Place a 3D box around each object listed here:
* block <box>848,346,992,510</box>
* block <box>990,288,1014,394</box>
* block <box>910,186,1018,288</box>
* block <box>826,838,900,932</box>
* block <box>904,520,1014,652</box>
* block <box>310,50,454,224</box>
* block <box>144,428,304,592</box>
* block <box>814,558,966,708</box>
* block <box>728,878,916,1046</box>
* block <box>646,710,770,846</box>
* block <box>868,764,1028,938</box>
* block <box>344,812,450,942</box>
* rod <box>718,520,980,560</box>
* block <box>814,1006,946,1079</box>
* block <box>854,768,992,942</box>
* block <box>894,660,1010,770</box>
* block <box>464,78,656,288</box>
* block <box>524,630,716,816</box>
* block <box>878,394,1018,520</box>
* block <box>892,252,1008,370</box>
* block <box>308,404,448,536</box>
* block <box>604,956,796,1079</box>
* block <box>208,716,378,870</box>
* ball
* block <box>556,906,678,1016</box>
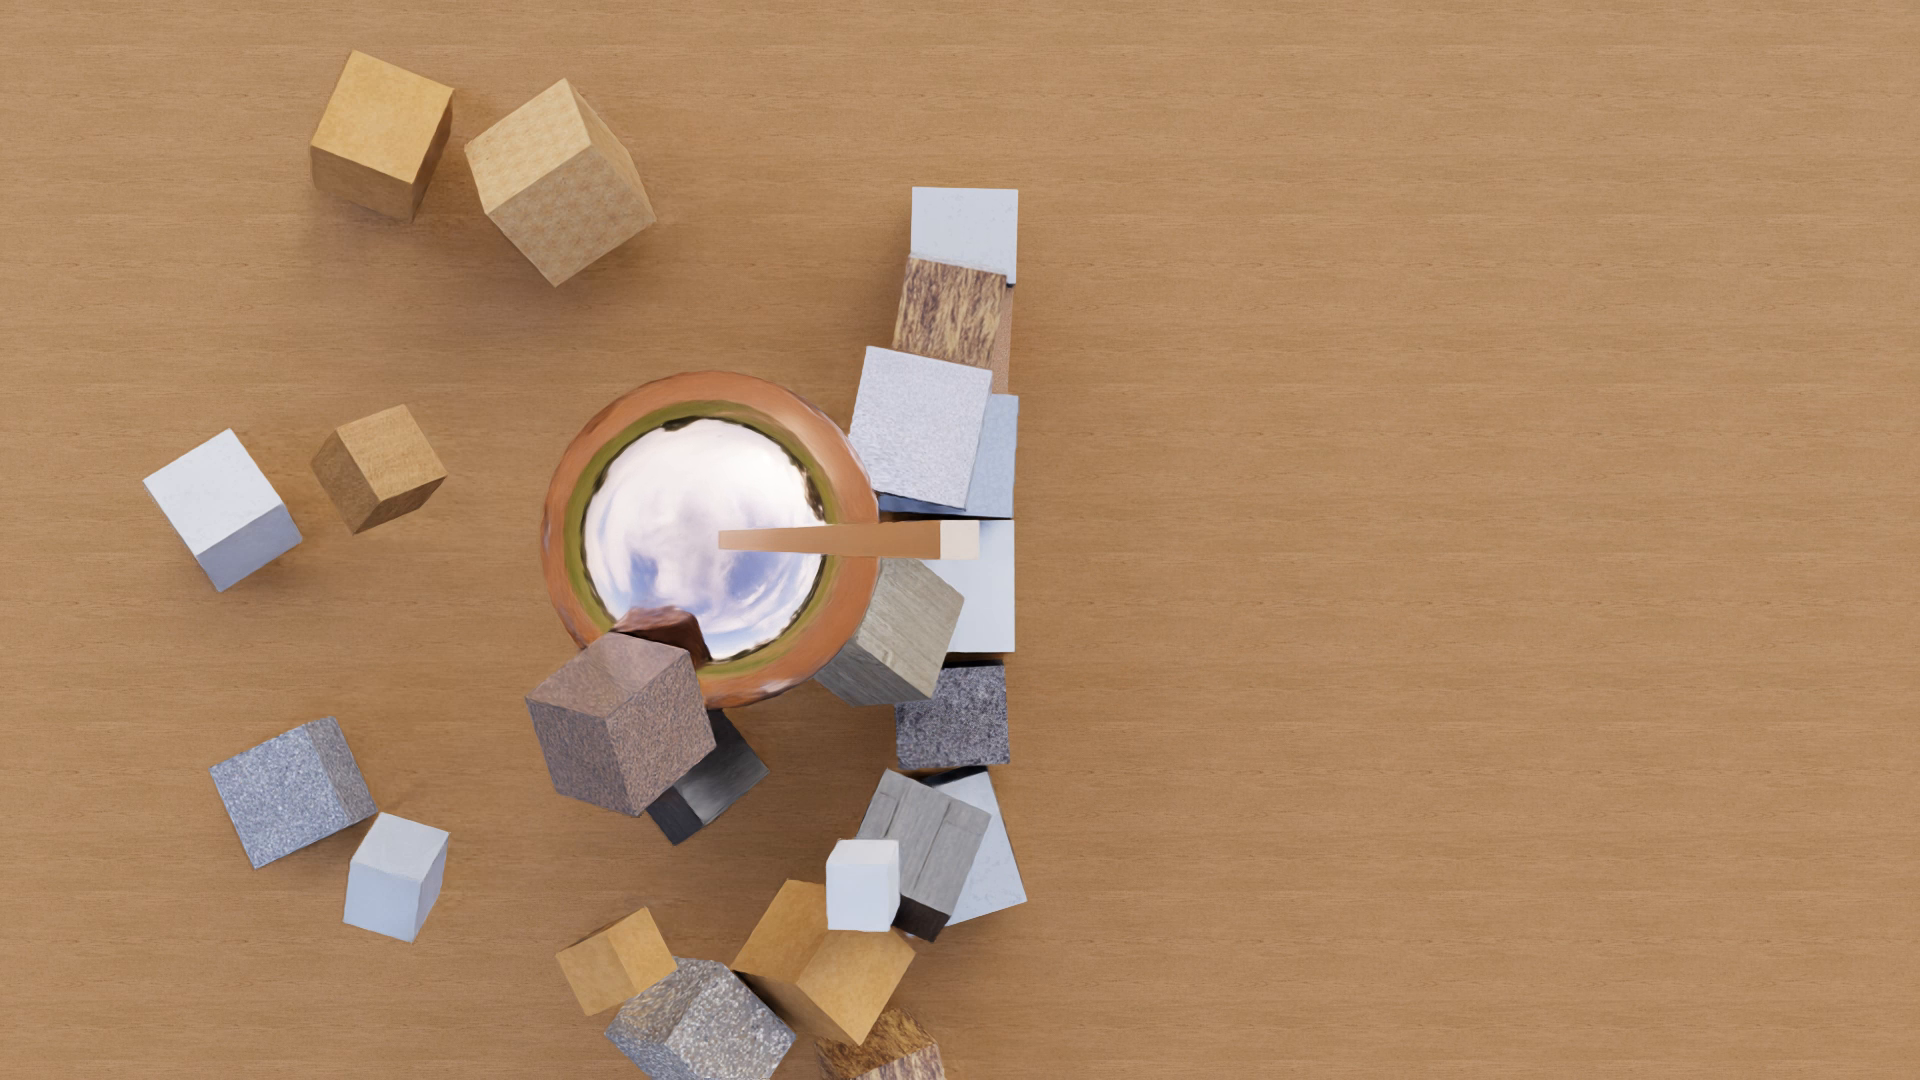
[{"bbox_3d":[-0.225,-0.588,11.838,0.663,0.785,0.732,12,90,1],"label":"block"},{"bbox_3d":[-0.009,-1.133,12.709,0.589,0.583,0.613,3,90,0],"label":"block"},{"bbox_3d":[0.023,-1.711,12.669,0.593,0.661,0.525,1,90,0],"label":"block"},{"bbox_3d":[-0.498,1.774,11.314,0.313,0.349,0.356,1,104,8],"label":"block"},{"bbox_3d":[-0.002,0.260,12.679,0.614,0.643,0.741,0,90,0],"label":"block"},{"bbox_3d":[-3.269,-2.275,12.460,0.581,0.594,0.624,21,72,-9],"label":"block"},{"bbox_3d":[-4.185,-0.165,12.519,0.551,0.553,0.569,-35,74,-17],"label":"block"},{"bbox_3d":[-0.473,0.462,11.928,0.603,0.612,0.634,40,57,-34],"label":"block"},{"bbox_3d":[-0.742,2.280,11.909,0.583,0.584,0.598,50,58,-30],"label":"block"},{"bbox_3d":[-1.525,1.349,12.646,0.527,0.491,0.513,-39,91,-35],"label":"block"},{"bbox_3d":[-0.070,1.765,12.664,0.700,0.673,0.763,-17,90,0],"label":"block"},{"bbox_3d":[-2.991,1.790,11.672,0.383,0.410,0.448,17,123,0],"label":"block"},{"bbox_3d":[-0.505,0.000,7.008,0.080,5.200,0.080,0,90,-11],"label":"rod"},{"bbox_3d":[-0.438,3.080,12.604,0.566,0.511,0.473,-18,110,-19],"label":"block"},{"bbox_3d":[-0.273,1.716,11.917,0.623,0.613,0.605,24,64,0],"label":"block"},{"bbox_3d":[-0.048,0.997,12.669,0.630,0.663,0.551,-3,90,0],"label":"block"},{"bbox_3d":[-2.270,-2.028,12.487,0.708,0.674,0.667,-32,49,7],"label":"block"},{"bbox_3d":[-1.474,0.792,9.581,0.487,0.542,0.511,10,126,35],"label":"block"},{"bbox_3d":[-0.058,-0.484,12.611,0.740,0.766,0.682,3,90,1],"label":"block"},{"bbox_3d":[-0.058,-1.255,12.066,0.538,0.605,0.533,10,100,-2],"label":"block"},{"bbox_3d":[-3.021,-0.367,11.421,0.387,0.435,0.446,-38,83,45],"label":"block"},{"bbox_3d":[-1.400,2.673,11.873,0.649,0.620,0.529,50,57,-24],"label":"block"},{"bbox_3d":[-3.846,1.450,12.720,0.607,0.536,0.631,-25,90,2],"label":"block"},{"bbox_3d":[-1.164,0.000,10.343,1.600,1.600,1.600,0,90,0],"label":"ball"},{"bbox_3d":[-1.747,2.146,11.198,0.383,0.340,0.358,-29,88,32],"label":"block"}]
